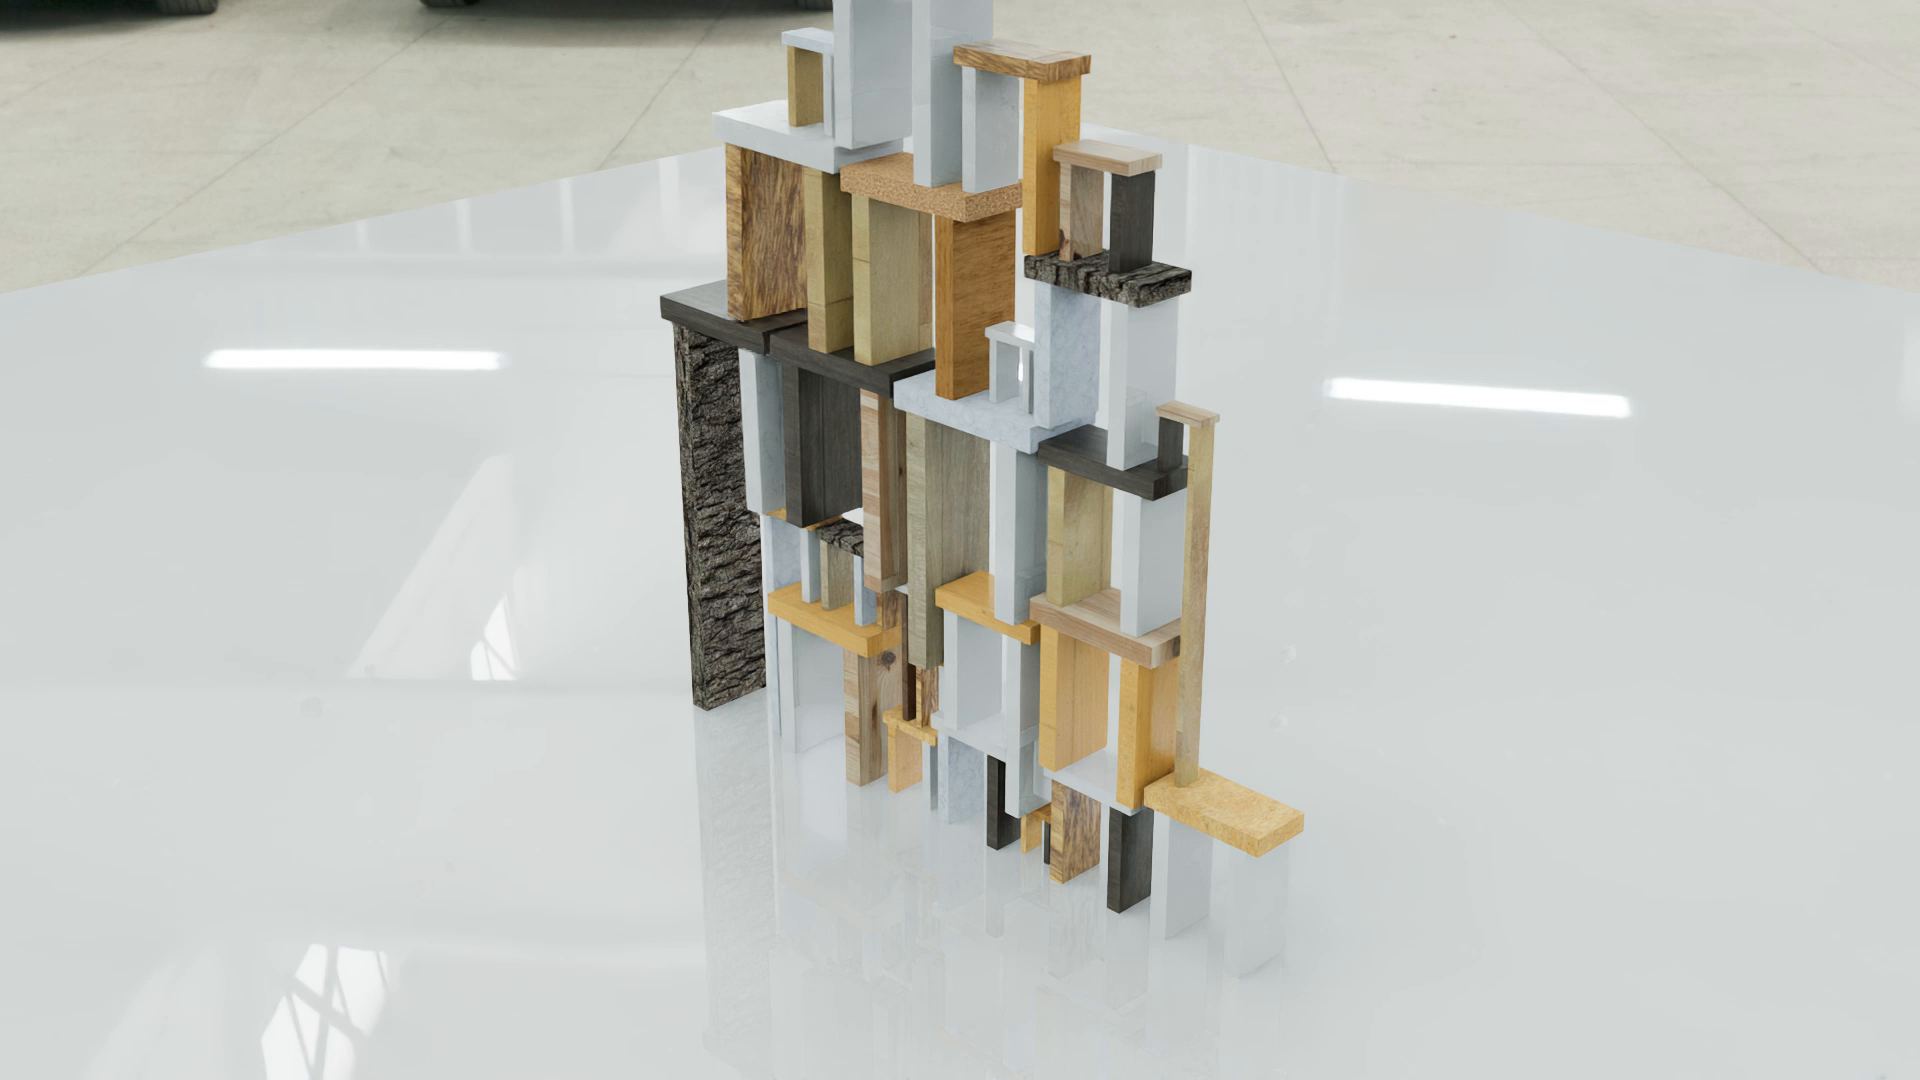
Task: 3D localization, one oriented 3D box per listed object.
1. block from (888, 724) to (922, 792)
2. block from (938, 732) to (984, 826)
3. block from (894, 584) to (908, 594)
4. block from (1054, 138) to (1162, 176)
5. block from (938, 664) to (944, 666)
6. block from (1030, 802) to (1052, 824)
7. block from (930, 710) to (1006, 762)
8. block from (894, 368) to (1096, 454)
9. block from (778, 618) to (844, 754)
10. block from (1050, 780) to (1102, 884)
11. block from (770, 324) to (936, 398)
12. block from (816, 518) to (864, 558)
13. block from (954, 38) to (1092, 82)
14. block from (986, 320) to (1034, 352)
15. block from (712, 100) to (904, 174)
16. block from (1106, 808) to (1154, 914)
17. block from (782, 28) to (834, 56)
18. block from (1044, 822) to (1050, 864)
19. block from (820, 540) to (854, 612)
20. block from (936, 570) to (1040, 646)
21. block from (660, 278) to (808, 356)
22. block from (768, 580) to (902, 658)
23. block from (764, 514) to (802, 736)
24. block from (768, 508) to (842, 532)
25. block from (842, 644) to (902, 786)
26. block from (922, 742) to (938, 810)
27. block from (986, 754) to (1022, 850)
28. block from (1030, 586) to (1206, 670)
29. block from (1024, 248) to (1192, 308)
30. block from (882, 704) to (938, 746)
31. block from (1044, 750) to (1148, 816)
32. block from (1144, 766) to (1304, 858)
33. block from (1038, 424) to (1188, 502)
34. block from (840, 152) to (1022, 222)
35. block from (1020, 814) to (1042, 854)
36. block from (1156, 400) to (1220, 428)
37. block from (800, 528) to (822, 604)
[{"bbox_3d":[-0.113,0.438,4.533,0.022,0.152,0.076,21,31,41],"label":"block"},{"bbox_3d":[0.002,0.461,4.413,0.029,0.204,0.102,21,31,41],"label":"block"},{"bbox_3d":[-0.118,0.080,4.381,0.107,0.015,0.054,21,31,40],"label":"block"},{"bbox_3d":[0.247,-0.642,3.688,0.085,0.024,0.169,-21,31,-40],"label":"block"},{"bbox_3d":[-0.042,0.226,4.359,0.099,0.014,0.049,21,31,40],"label":"block"},{"bbox_3d":[0.162,0.524,4.273,0.093,0.013,0.046,21,31,41],"label":"block"},{"bbox_3d":[0.051,0.372,4.323,0.204,0.029,0.102,21,31,41],"label":"block"},{"bbox_3d":[0.062,-0.248,4.060,0.349,0.049,0.175,21,31,40],"label":"block"},{"bbox_3d":[-0.312,0.287,4.692,0.043,0.307,0.153,21,31,41],"label":"block"},{"bbox_3d":[0.222,0.540,4.210,0.109,0.218,0.031,-21,31,-41],"label":"block"},{"bbox_3d":[-0.192,-0.359,4.279,0.171,0.049,0.343,-21,31,-41],"label":"block"},{"bbox_3d":[-0.213,-0.004,4.450,0.077,0.022,0.154,-21,31,-40],"label":"block"},{"bbox_3d":[0.105,-0.822,3.760,0.110,0.031,0.220,-21,31,-40],"label":"block"},{"bbox_3d":[0.110,-0.366,3.945,0.121,0.017,0.060,21,31,40],"label":"block"},{"bbox_3d":[-0.294,-0.775,4.212,0.176,0.050,0.353,-21,32,-40],"label":"block"},{"bbox_3d":[0.325,0.580,4.116,0.109,0.218,0.031,-21,31,-41],"label":"block"},{"bbox_3d":[-0.254,-0.929,4.100,0.076,0.021,0.151,-21,33,-41],"label":"block"},{"bbox_3d":[0.184,0.581,4.274,0.013,0.093,0.046,21,31,41],"label":"block"},{"bbox_3d":[-0.250,0.062,4.519,0.077,0.154,0.022,-21,31,-40],"label":"block"},{"bbox_3d":[0.085,0.127,4.179,0.250,0.035,0.125,21,31,40],"label":"block"},{"bbox_3d":[-0.442,-0.459,4.505,0.173,0.049,0.346,-20,30,-38],"label":"block"},{"bbox_3d":[-0.240,0.154,4.557,0.153,0.043,0.307,-21,31,-41],"label":"block"},{"bbox_3d":[-0.370,0.173,4.688,0.084,0.518,0.024,-22,33,-40],"label":"block"},{"bbox_3d":[-0.331,-0.064,4.553,0.167,0.024,0.084,21,32,40],"label":"block"},{"bbox_3d":[-0.168,0.343,4.559,0.153,0.307,0.043,-21,31,-41],"label":"block"},{"bbox_3d":[-0.041,0.466,4.467,0.022,0.152,0.076,21,31,41],"label":"block"},{"bbox_3d":[0.099,0.498,4.325,0.029,0.204,0.102,21,31,41],"label":"block"},{"bbox_3d":[0.283,0.146,3.978,0.146,0.041,0.292,-21,31,-40],"label":"block"},{"bbox_3d":[0.251,-0.455,3.760,0.132,0.037,0.265,-21,31,-40],"label":"block"},{"bbox_3d":[-0.077,0.372,4.466,0.152,0.022,0.076,21,31,41],"label":"block"},{"bbox_3d":[0.273,0.445,4.114,0.109,0.031,0.218,-21,31,-40],"label":"block"},{"bbox_3d":[0.469,0.479,3.921,0.259,0.037,0.130,21,31,41],"label":"block"},{"bbox_3d":[0.281,-0.138,3.865,0.266,0.038,0.133,21,31,40],"label":"block"},{"bbox_3d":[-0.048,-0.645,4.004,0.324,0.046,0.162,21,31,40],"label":"block"},{"bbox_3d":[0.140,0.564,4.314,0.013,0.093,0.046,21,31,41],"label":"block"},{"bbox_3d":[0.385,-0.213,3.720,0.099,0.014,0.049,21,31,40],"label":"block"},{"bbox_3d":[-0.290,0.040,4.554,0.024,0.167,0.084,21,31,40],"label":"block"}]
